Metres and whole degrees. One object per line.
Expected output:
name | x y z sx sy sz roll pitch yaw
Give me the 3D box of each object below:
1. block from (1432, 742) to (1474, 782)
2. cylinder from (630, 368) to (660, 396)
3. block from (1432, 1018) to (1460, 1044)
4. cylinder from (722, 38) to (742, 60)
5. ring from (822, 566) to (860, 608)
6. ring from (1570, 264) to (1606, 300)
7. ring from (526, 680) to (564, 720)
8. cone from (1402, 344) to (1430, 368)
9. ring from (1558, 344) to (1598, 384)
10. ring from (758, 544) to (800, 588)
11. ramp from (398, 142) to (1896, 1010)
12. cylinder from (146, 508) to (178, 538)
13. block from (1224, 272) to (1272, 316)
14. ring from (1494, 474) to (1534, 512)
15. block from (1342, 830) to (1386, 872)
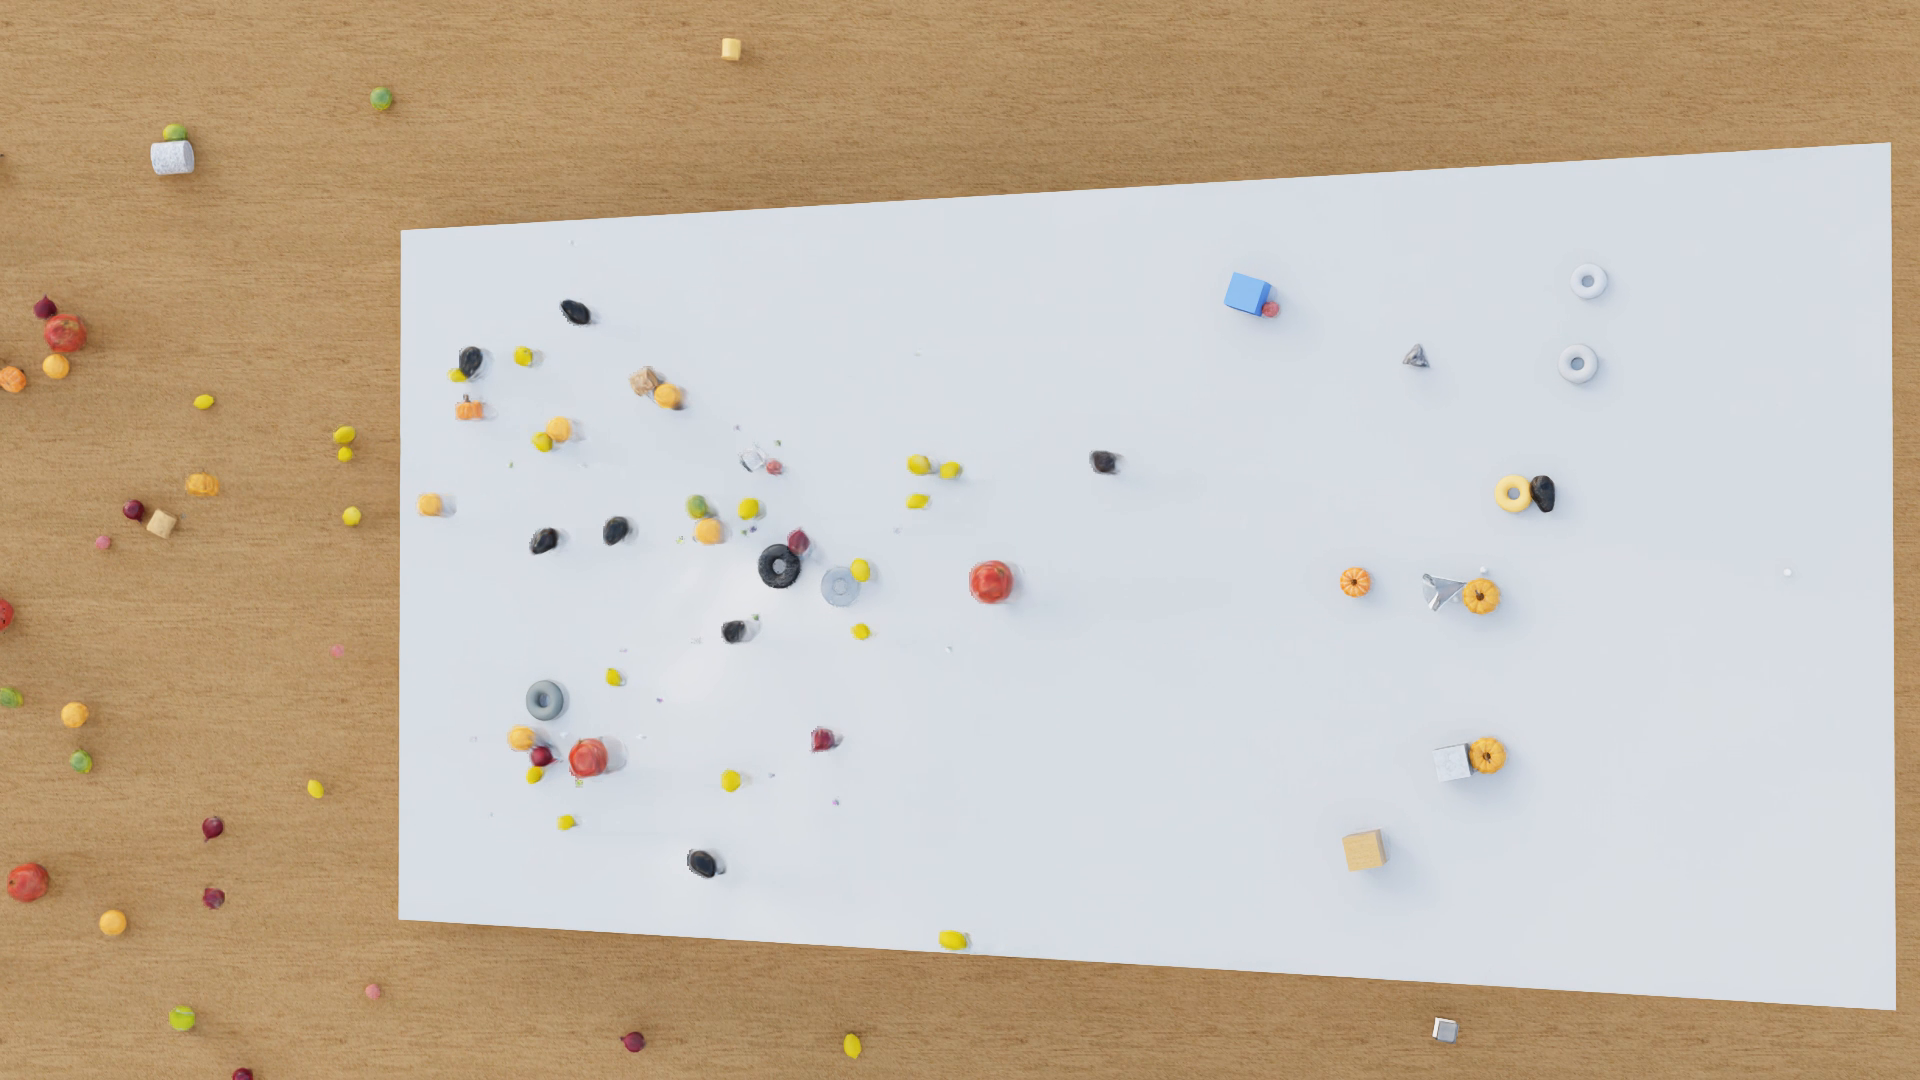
block | 1.200 0.541 5.353 0.077 0.077 0.077 -13 85 19
cylinder | -0.876 -0.438 6.099 0.059 0.059 0.059 -28 89 17
block | 1.421 1.435 6.433 0.056 0.056 0.056 10 89 0
cylinder | -0.673 -1.444 6.474 0.052 0.052 0.052 5 89 0
ring | -0.322 0.126 5.910 0.111 0.037 0.111 0 90 18
ring | 1.510 -0.622 5.286 0.086 0.029 0.086 0 90 20
ring | -1.172 0.453 6.201 0.115 0.038 0.115 0 90 18
cone | 1.134 -0.440 5.415 0.061 0.061 0.061 36 89 -11
ring | 1.487 -0.424 5.291 0.094 0.031 0.094 0 91 19
ring | -0.492 0.071 5.968 0.123 0.041 0.123 -1 88 21
ramp | 0.279 0.091 5.774 4.000 0.100 2.000 0 89 19
cylinder | -2.341 -0.049 6.449 0.064 0.064 0.064 29 89 0
block | 0.723 -0.618 5.531 0.084 0.084 0.084 20 96 18
ring | 1.344 -0.113 5.337 0.092 0.031 0.092 -1 88 20
block | 0.997 0.764 5.418 0.082 0.082 0.082 -13 85 19
